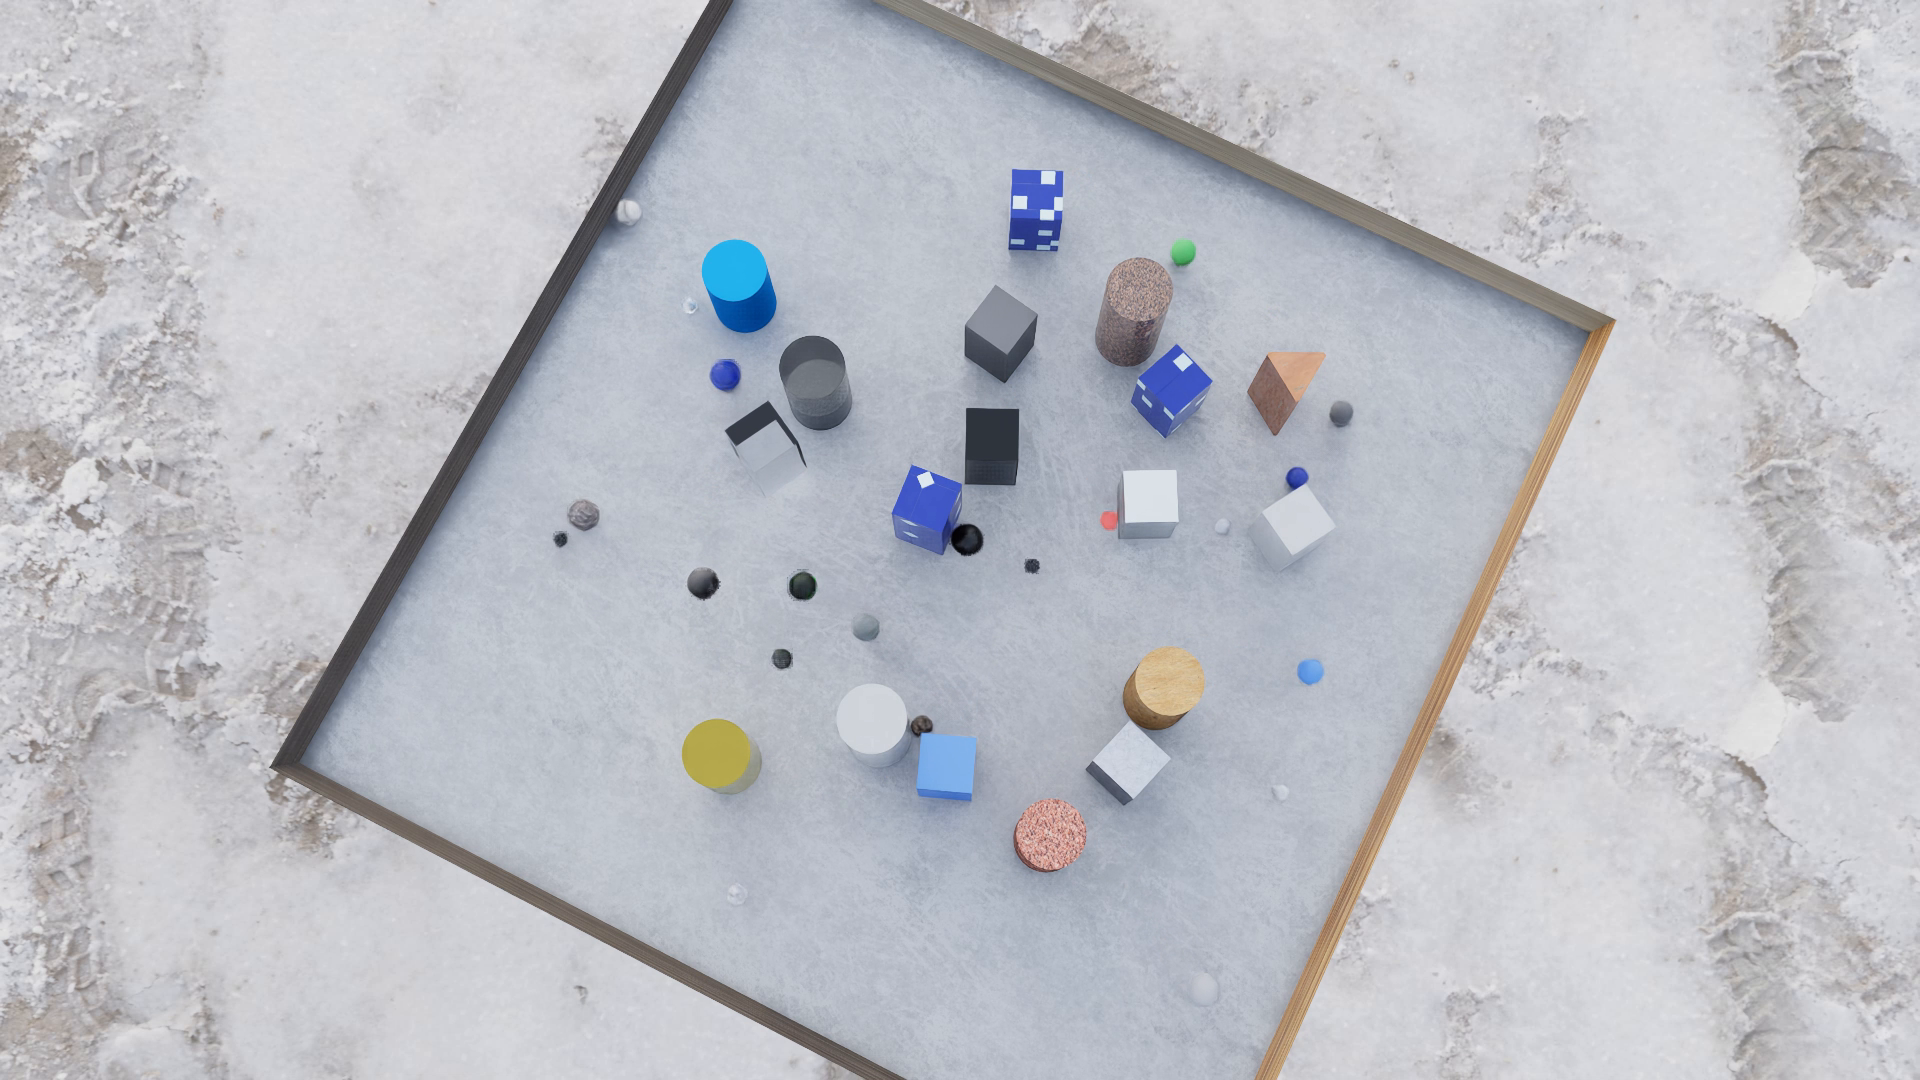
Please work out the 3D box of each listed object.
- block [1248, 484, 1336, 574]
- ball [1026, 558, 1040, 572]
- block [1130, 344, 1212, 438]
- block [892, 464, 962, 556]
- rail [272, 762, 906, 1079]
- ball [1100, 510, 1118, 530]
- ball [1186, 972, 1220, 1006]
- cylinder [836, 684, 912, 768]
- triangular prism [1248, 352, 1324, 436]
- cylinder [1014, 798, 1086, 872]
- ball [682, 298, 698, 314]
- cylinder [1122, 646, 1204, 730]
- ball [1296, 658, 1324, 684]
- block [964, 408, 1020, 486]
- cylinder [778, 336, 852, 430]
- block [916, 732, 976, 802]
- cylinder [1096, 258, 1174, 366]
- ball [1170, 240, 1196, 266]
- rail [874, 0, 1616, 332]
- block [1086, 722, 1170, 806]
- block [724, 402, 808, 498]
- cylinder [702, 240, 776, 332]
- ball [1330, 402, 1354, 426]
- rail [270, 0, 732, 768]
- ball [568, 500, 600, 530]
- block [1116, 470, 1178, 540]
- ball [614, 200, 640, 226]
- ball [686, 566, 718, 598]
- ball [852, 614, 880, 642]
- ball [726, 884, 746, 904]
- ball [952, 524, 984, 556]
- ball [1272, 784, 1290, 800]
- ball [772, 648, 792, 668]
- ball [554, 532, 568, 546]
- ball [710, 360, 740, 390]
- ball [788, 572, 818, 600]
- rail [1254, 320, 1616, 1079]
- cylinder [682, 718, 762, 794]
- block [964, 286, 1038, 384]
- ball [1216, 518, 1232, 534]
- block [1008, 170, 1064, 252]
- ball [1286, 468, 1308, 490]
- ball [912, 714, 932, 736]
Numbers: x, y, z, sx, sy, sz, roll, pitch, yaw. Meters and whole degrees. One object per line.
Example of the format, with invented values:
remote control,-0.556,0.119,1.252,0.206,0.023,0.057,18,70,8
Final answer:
block,0.989,-0.032,5.480,0.156,0.280,0.156,-33,80,-6
ball,0.222,0.078,5.579,0.043,0.043,0.043,0,78,0
block,0.640,-0.448,5.569,0.156,0.276,0.156,-41,81,-8
block,-0.096,-0.085,5.460,0.156,0.341,0.156,21,79,4
rail,-0.667,1.313,5.279,2.997,0.127,0.045,26,80,5
ball,0.456,-0.061,5.600,0.057,0.057,0.057,0,78,0
ball,0.703,1.300,5.300,0.094,0.094,0.094,0,78,0
cylinder,-0.243,0.539,5.274,0.195,0.452,0.195,0,78,0
triangular prism,0.959,-0.469,5.518,0.146,0.383,0.169,30,80,6
cylinder,0.255,0.853,5.267,0.195,0.339,0.195,0,78,0
ball,-0.848,-0.735,5.744,0.048,0.048,0.048,0,78,0
cylinder,0.587,0.435,5.320,0.195,0.404,0.195,0,78,0
ball,1.049,0.394,5.495,0.079,0.079,0.079,0,78,0
block,0.095,-0.278,5.514,0.156,0.313,0.156,1,78,0
cylinder,-0.433,-0.470,5.535,0.195,0.350,0.195,0,78,0
block,-0.037,0.660,5.304,0.156,0.345,0.156,5,78,1
cylinder,0.521,-0.682,5.530,0.195,0.446,0.195,0,78,0
ball,0.702,-0.904,5.762,0.081,0.081,0.081,0,78,0
rail,0.667,-1.300,5.820,2.997,0.127,0.045,26,80,5
block,0.484,0.650,5.319,0.156,0.319,0.156,43,81,8
block,-0.579,-0.269,5.504,0.156,0.329,0.156,-35,80,-7
cylinder,-0.675,-0.776,5.623,0.195,0.301,0.195,0,78,0
ball,1.177,-0.391,5.660,0.073,0.073,0.073,0,78,0
rail,-1.319,-0.639,5.683,0.045,0.127,3.031,26,80,5
ball,-1.146,-0.075,5.584,0.094,0.094,0.094,0,78,0
block,0.562,-0.104,5.515,0.156,0.242,0.156,-1,78,0
ball,-1.050,-1.034,5.789,0.081,0.081,0.081,0,78,0
ball,-0.777,0.129,5.541,0.096,0.096,0.096,0,78,0
ball,-0.282,0.265,5.520,0.083,0.083,0.083,0,78,0
ball,-0.655,1.039,5.371,0.059,0.059,0.059,0,78,0
ball,0.022,-0.001,5.567,0.097,0.097,0.097,0,78,0
ball,0.951,0.748,5.436,0.051,0.051,0.051,0,78,0
ball,-0.536,0.357,5.511,0.062,0.062,0.062,0,78,0
ball,-1.219,-0.001,5.595,0.042,0.042,0.042,0,78,0
ball,-0.727,-0.509,5.674,0.095,0.095,0.095,0,78,0
ball,-0.475,0.139,5.543,0.087,0.087,0.087,0,78,0
rail,1.319,0.653,5.416,0.045,0.127,3.031,26,80,5
cylinder,-0.690,0.633,5.332,0.195,0.301,0.195,0,78,0
block,0.123,-0.625,5.592,0.156,0.301,0.156,36,81,7
ball,0.806,-0.043,5.601,0.049,0.049,0.049,0,78,0
block,0.234,-1.021,5.689,0.156,0.271,0.156,2,78,0
ball,1.033,-0.189,5.621,0.068,0.068,0.068,0,78,0
ball,-0.113,0.555,5.468,0.065,0.065,0.065,0,78,0
